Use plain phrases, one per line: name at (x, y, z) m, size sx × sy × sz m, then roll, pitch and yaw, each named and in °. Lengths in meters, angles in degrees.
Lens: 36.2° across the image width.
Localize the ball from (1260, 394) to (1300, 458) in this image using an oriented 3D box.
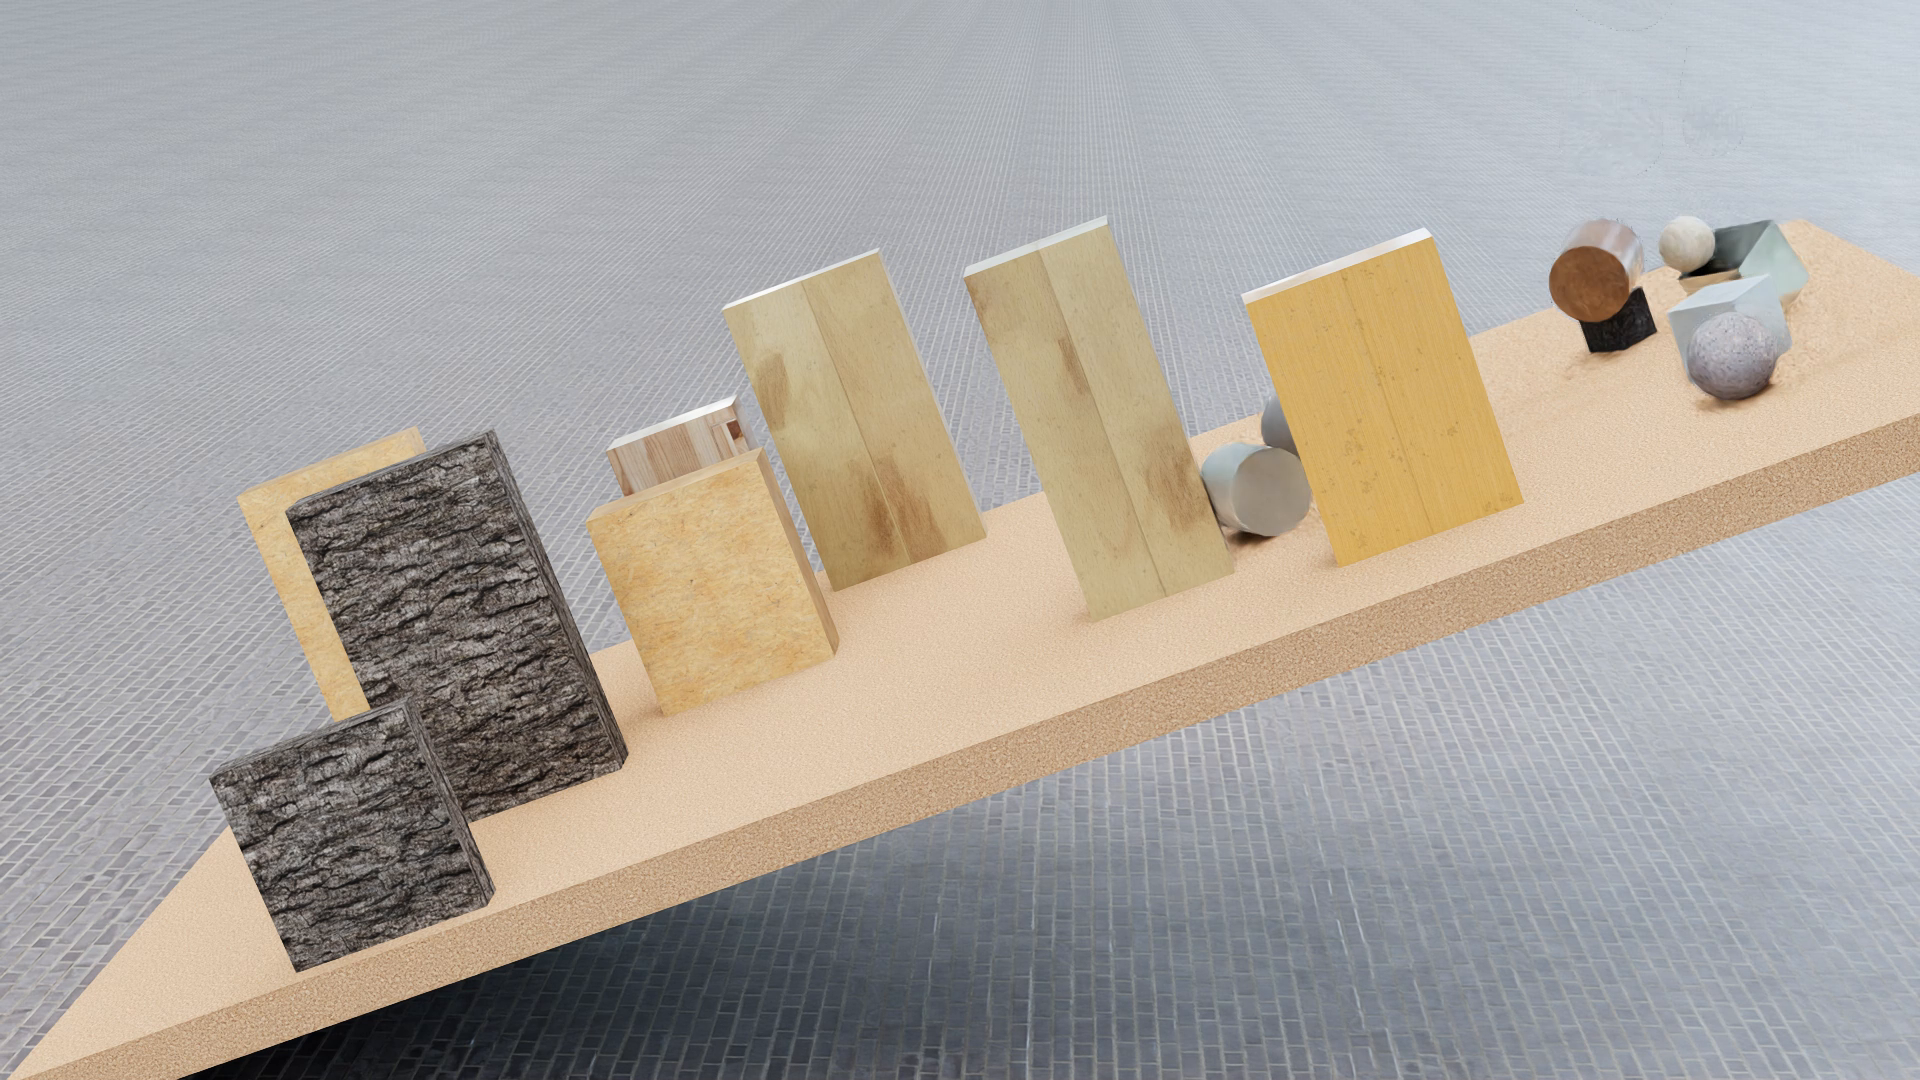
ball at (0.748, -0.245, 6.386) m, size 0.189 × 0.189 × 0.189 m, roll 0°, pitch 13°, yaw 0°

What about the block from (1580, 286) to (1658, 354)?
block at (1.439, -0.482, 6.449) m, size 0.107 × 0.107 × 0.107 m, roll -29°, pitch 14°, yaw -28°

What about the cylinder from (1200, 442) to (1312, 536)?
cylinder at (0.602, -0.105, 6.022) m, size 0.179 × 0.179 × 0.179 m, roll -4°, pitch 6°, yaw -17°

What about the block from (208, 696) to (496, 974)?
block at (-1.137, 0.552, 5.515) m, size 0.392 × 0.410 × 0.089 m, roll -20°, pitch 12°, yaw 7°

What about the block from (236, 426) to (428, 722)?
block at (-1.305, 0.163, 6.749) m, size 0.422 × 0.748 × 0.100 m, roll -20°, pitch 12°, yaw 7°

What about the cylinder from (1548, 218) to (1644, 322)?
cylinder at (1.372, -0.582, 6.340) m, size 0.173 × 0.173 × 0.173 m, roll 5°, pitch 28°, yaw 22°

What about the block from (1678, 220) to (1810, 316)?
block at (1.637, -0.547, 6.142) m, size 0.160 × 0.160 × 0.160 m, roll -5°, pitch 40°, yaw 55°

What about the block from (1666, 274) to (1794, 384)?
block at (1.538, -0.421, 5.875) m, size 0.154 × 0.154 × 0.154 m, roll -8°, pitch 17°, yaw 48°

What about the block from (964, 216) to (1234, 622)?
block at (0.277, -0.238, 5.817) m, size 0.296 × 0.735 × 0.149 m, roll -20°, pitch 12°, yaw 7°

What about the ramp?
ramp at (0.118, 0.176, 6.295) m, size 4.000 × 0.100 × 2.000 m, roll -20°, pitch 12°, yaw 7°

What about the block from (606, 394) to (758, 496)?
block at (-0.575, -0.030, 6.886) m, size 0.313 × 0.531 × 0.140 m, roll -20°, pitch 12°, yaw 7°

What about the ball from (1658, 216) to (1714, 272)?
ball at (1.508, -0.614, 6.108) m, size 0.115 × 0.115 × 0.115 m, roll 0°, pitch 13°, yaw 0°

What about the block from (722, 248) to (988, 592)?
block at (-0.244, -0.281, 6.965) m, size 0.390 × 0.725 × 0.087 m, roll -20°, pitch 12°, yaw 7°

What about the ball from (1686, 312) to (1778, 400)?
ball at (1.477, -0.352, 5.631) m, size 0.168 × 0.168 × 0.168 m, roll 0°, pitch 13°, yaw 0°

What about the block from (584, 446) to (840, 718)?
block at (-0.536, 0.092, 6.423) m, size 0.398 × 0.465 × 0.149 m, roll -20°, pitch 12°, yaw 7°

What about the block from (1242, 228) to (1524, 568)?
block at (0.794, -0.267, 5.534) m, size 0.364 × 0.535 × 0.128 m, roll -20°, pitch 12°, yaw 7°

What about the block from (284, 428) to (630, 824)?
block at (-1.042, 0.196, 6.129) m, size 0.442 × 0.749 × 0.119 m, roll -20°, pitch 12°, yaw 7°
